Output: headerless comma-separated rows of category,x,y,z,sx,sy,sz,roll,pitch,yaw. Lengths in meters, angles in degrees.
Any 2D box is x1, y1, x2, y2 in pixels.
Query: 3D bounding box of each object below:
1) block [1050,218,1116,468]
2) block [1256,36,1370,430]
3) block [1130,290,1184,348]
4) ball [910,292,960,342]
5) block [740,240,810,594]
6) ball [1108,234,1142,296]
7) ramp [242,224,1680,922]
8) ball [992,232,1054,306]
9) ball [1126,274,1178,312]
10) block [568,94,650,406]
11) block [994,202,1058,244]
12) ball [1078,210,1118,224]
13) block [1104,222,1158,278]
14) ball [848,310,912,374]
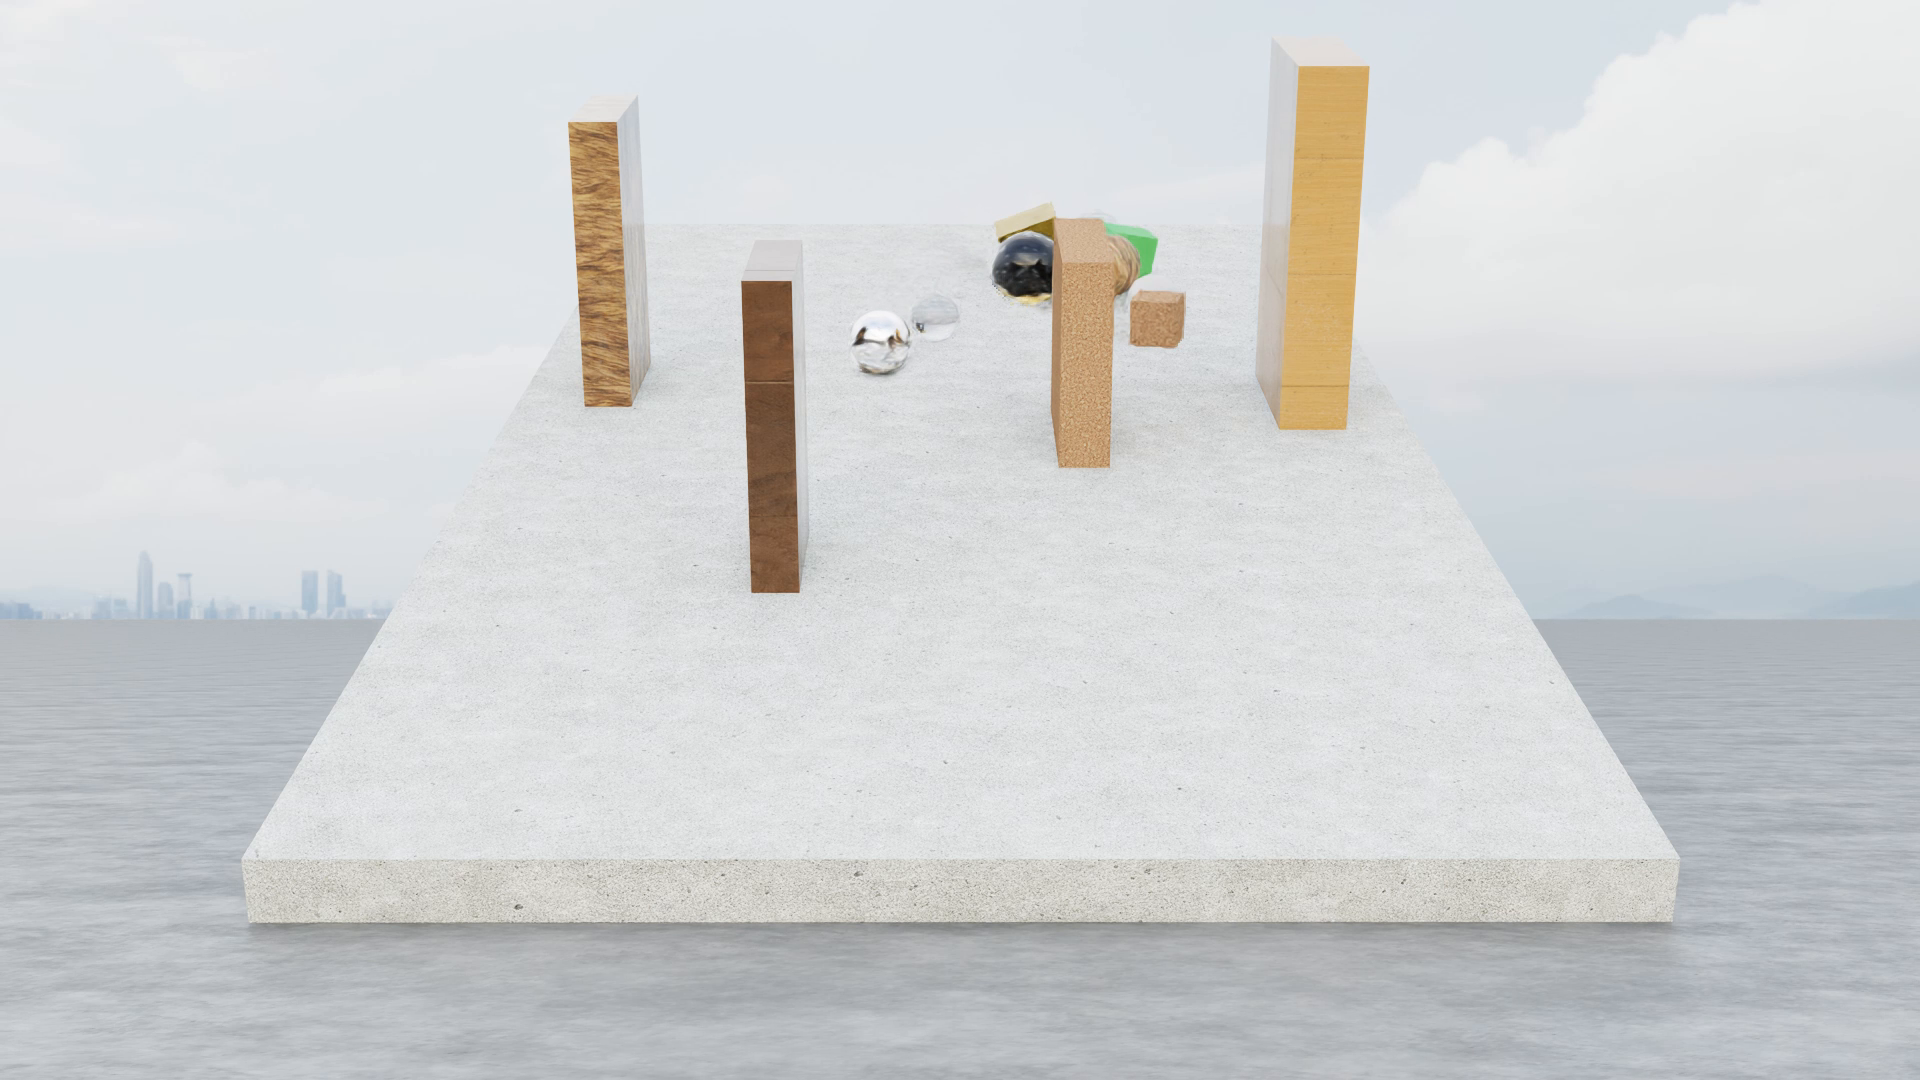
block,0.259,-0.428,4.864,0.107,0.438,0.410,0,21,0
block,0.775,-0.688,5.056,0.147,0.791,0.426,0,21,0
block,0.489,-0.549,5.650,0.114,0.114,0.114,6,21,14
ball,-0.062,-0.552,5.645,0.122,0.122,0.122,0,-2,0
block,-0.332,-0.228,4.132,0.087,0.575,0.308,0,21,0
ball,0.400,-0.733,6.066,0.166,0.166,0.166,0,-2,0
ramp,-0.005,-0.211,5.051,2.000,0.100,4.000,0,21,0
ball,0.180,-0.713,5.973,0.194,0.194,0.194,0,-2,0
ball,0.491,-0.609,5.781,0.134,0.134,0.134,0,-2,0
block,-0.796,-0.665,5.199,0.106,0.644,0.356,0,21,0
block,0.202,-0.789,6.139,0.167,0.167,0.167,-19,22,6
ball,0.384,-0.859,6.428,0.149,0.149,0.149,0,-2,0
block,0.449,-0.783,6.219,0.131,0.131,0.131,7,18,-15
ball,-0.189,-0.471,5.387,0.150,0.150,0.150,0,-2,0
